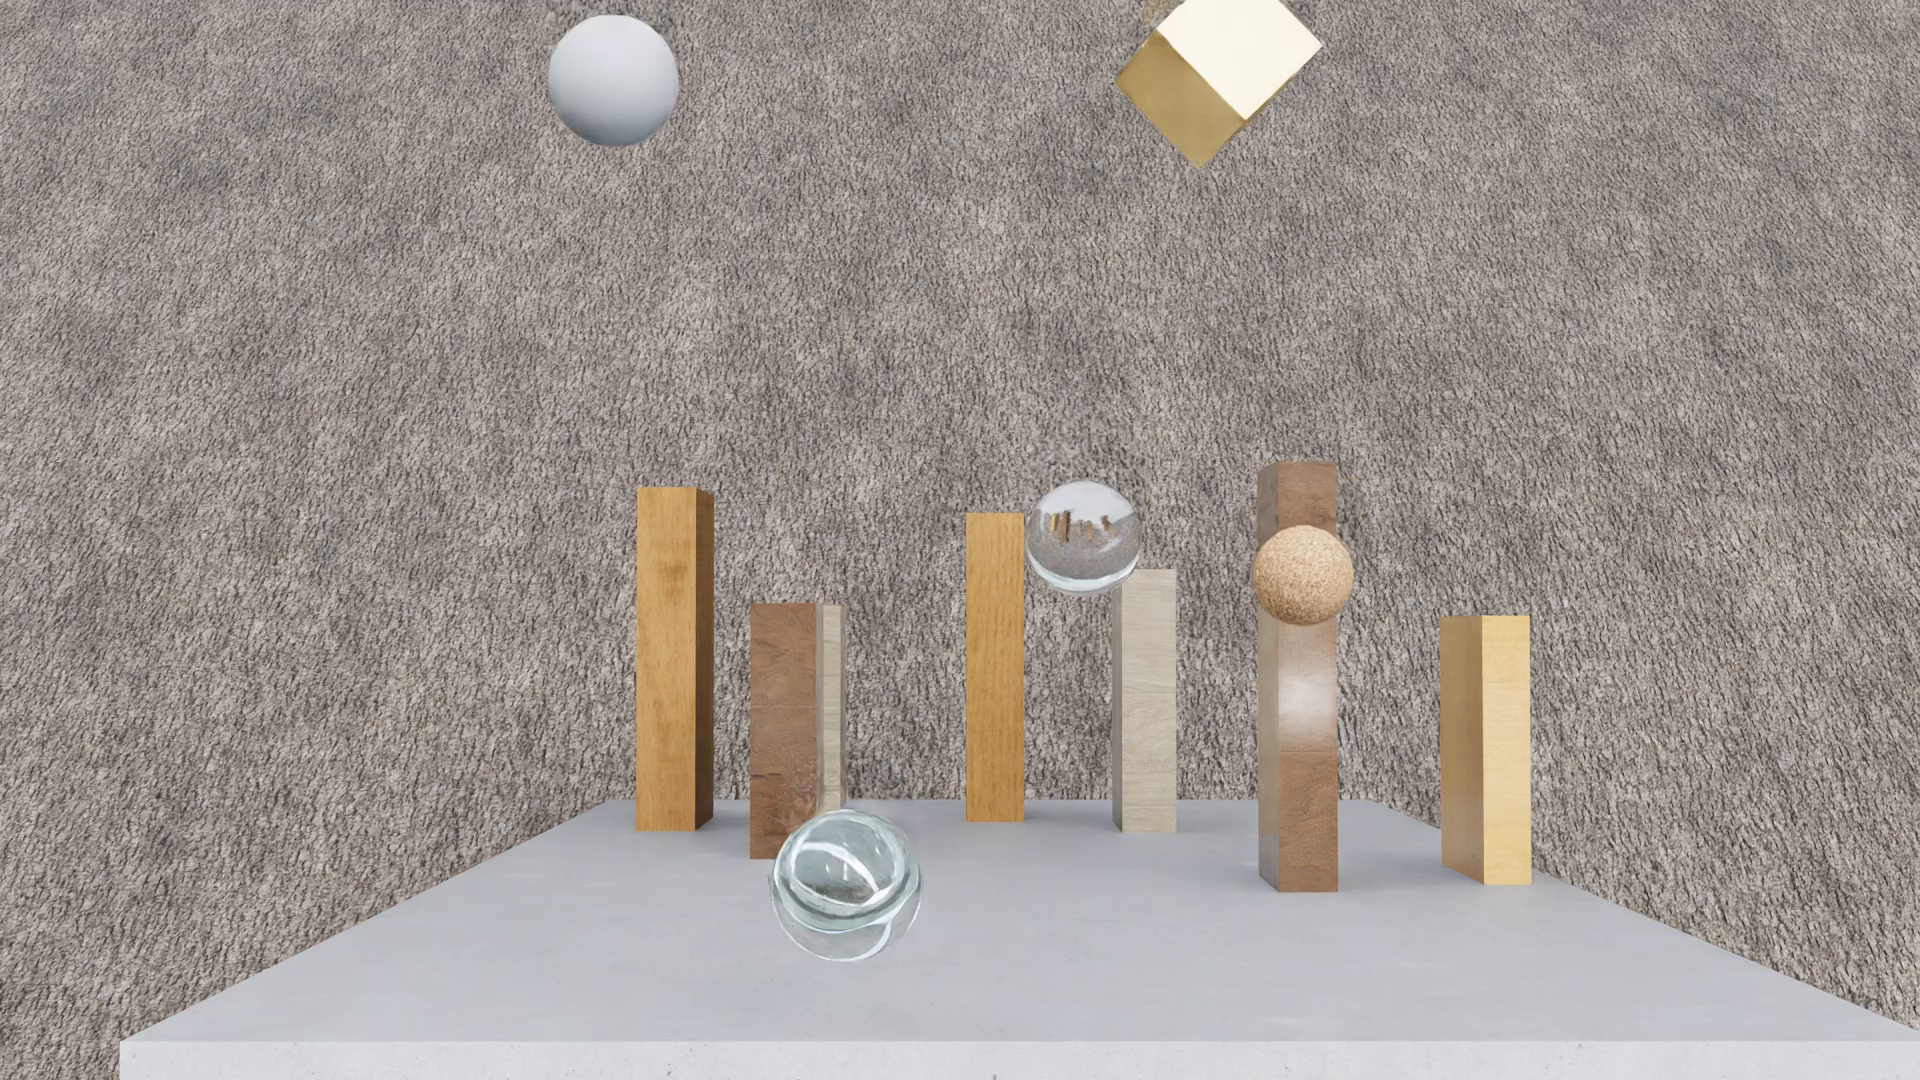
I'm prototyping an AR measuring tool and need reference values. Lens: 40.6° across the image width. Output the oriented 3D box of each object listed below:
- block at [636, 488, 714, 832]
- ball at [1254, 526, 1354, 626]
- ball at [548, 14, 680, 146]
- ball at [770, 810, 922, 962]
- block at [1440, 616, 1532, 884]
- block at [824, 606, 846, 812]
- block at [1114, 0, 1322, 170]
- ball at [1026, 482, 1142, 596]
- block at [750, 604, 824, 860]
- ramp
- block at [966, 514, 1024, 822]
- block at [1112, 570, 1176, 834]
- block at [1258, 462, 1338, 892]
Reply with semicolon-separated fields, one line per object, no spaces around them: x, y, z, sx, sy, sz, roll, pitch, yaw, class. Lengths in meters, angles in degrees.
-0.657;0.273;6.024;0.132;0.769;0.431;0;-2;0;block
0.401;0.041;3.037;0.117;0.117;0.117;0;35;0;ball
-0.294;-0.390;2.204;0.111;0.111;0.111;0;35;0;ball
-0.130;0.396;2.971;0.173;0.173;0.173;0;35;0;ball
0.967;0.378;4.798;0.083;0.475;0.407;0;-2;0;block
-0.305;0.397;5.773;0.089;0.502;0.261;0;-2;0;block
0.224;-0.416;2.272;0.109;0.109;0.109;46;68;-1;block
0.138;-0.001;2.907;0.129;0.129;0.129;0;35;0;ball
-0.348;0.380;5.253;0.128;0.502;0.307;0;-2;0;block
0.078;0.667;4.848;2.000;0.100;4.000;0;-2;0;ramp
0.082;0.302;6.222;0.135;0.722;0.279;0;-2;0;block
0.418;0.362;5.927;0.119;0.582;0.380;0;-2;0;block
0.597;0.239;4.618;0.101;0.741;0.305;0;-2;0;block
